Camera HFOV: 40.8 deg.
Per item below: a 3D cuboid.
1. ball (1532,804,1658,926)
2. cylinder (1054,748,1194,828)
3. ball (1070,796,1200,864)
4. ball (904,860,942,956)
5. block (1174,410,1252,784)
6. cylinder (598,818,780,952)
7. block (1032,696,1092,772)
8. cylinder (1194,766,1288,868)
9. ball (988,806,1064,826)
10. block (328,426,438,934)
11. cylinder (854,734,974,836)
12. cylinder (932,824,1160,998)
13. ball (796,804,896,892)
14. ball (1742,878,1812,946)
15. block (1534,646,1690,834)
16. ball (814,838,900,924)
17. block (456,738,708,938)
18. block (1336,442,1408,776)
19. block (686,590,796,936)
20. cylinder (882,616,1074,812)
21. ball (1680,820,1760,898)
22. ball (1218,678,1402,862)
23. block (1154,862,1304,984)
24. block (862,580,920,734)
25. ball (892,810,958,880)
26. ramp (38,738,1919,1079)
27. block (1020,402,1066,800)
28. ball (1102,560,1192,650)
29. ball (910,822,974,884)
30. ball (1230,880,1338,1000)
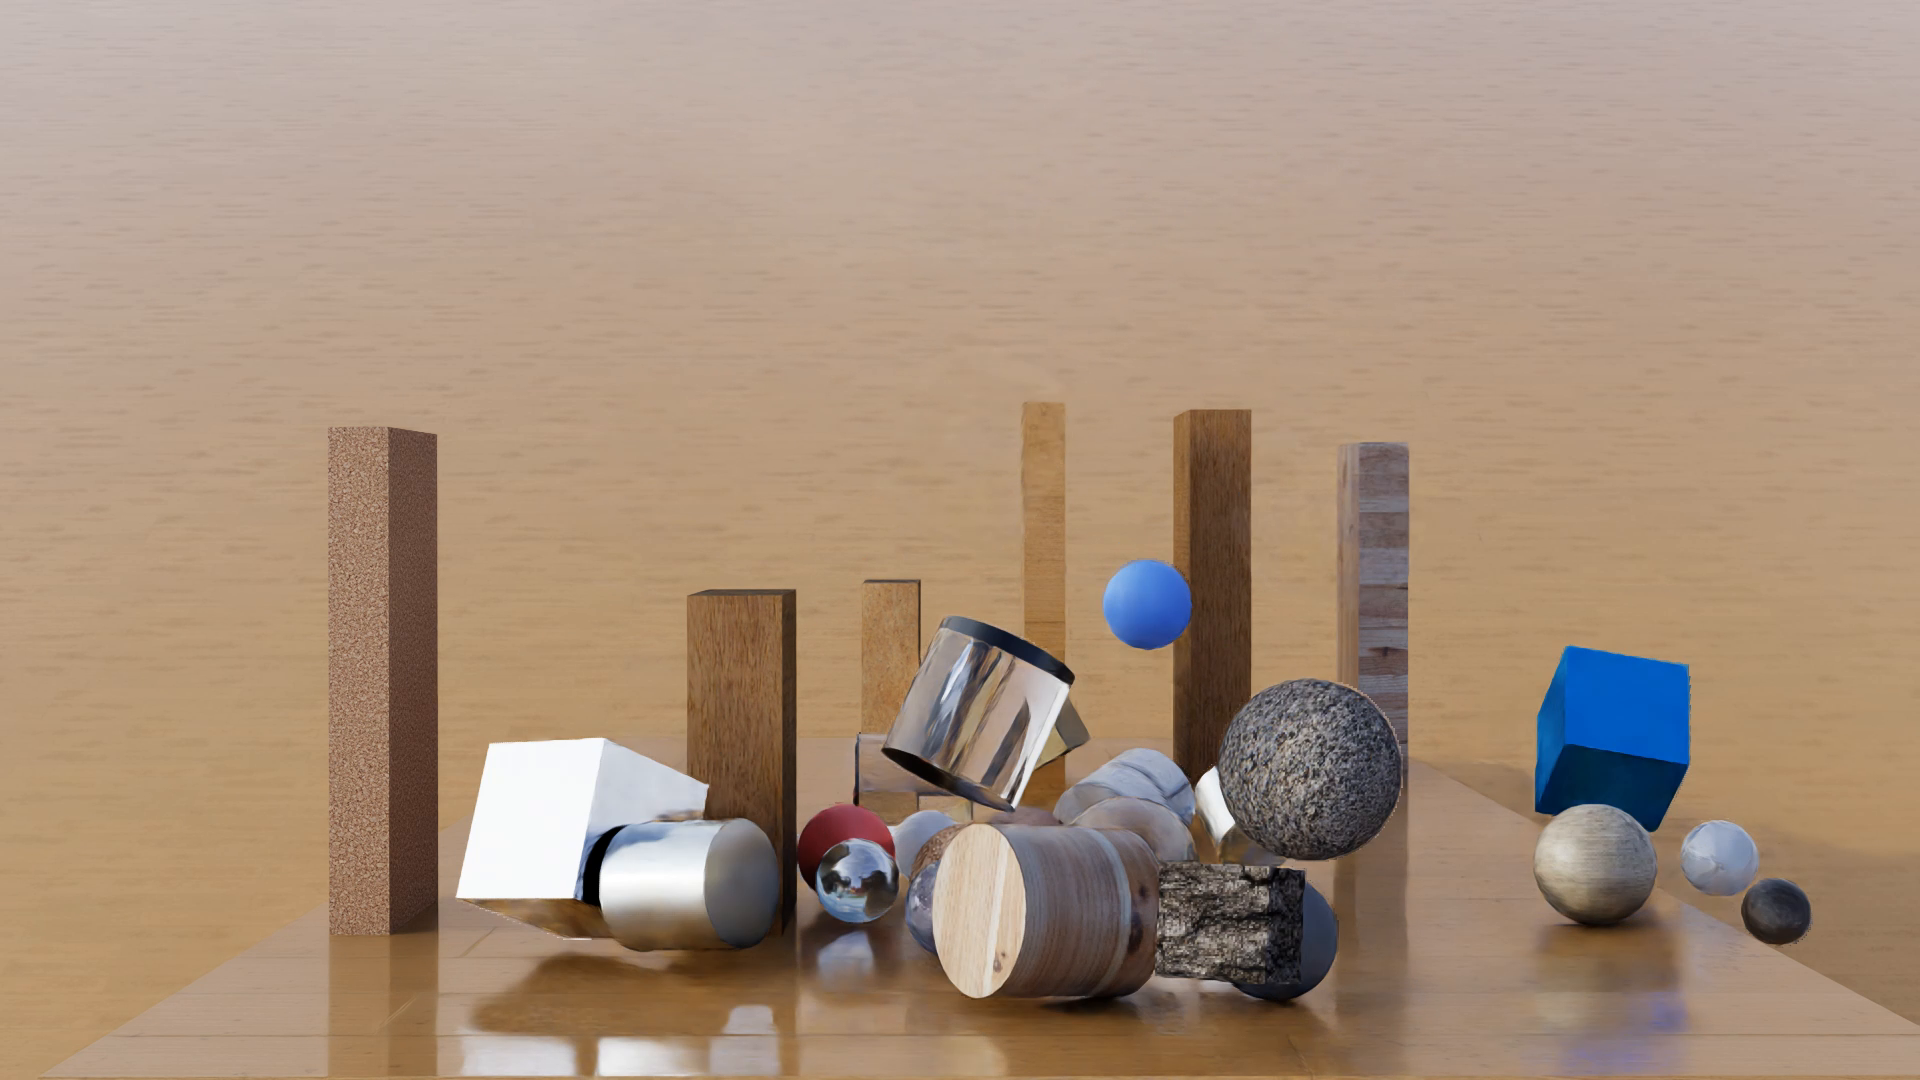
[{"bbox_3d":[0.882,0.450,3.589,0.168,0.168,0.168,0,28,0],"label":"ball"},{"bbox_3d":[0.246,0.411,3.872,0.156,0.156,0.156,18,25,29],"label":"cylinder"},{"bbox_3d":[0.226,0.440,3.469,0.191,0.191,0.191,0,28,0],"label":"ball"},{"bbox_3d":[-0.008,0.469,3.295,0.126,0.126,0.126,0,28,0],"label":"ball"},{"bbox_3d":[0.553,0.118,5.693,0.130,0.794,0.429,0,1,0],"label":"block"},{"bbox_3d":[-0.336,0.430,3.220,0.160,0.160,0.160,-6,22,31],"label":"cylinder"},{"bbox_3d":[0.107,0.358,5.002,0.189,0.189,0.189,-32,-7,15],"label":"block"},{"bbox_3d":[0.444,0.431,4.020,0.129,0.129,0.129,-6,34,-12],"label":"cylinder"},{"bbox_3d":[0.092,0.449,3.670,0.142,0.142,0.142,0,28,0],"label":"ball"},{"bbox_3d":[-0.815,0.190,3.667,0.082,0.689,0.330,0,1,0],"label":"block"},{"bbox_3d":[-0.076,0.428,4.403,0.196,0.196,0.196,0,28,1],"label":"cylinder"},{"bbox_3d":[0.104,0.432,3.009,0.197,0.197,0.197,6,22,-32],"label":"cylinder"},{"bbox_3d":[-0.167,0.461,3.795,0.144,0.144,0.144,0,28,0],"label":"ball"},{"bbox_3d":[1.500,0.683,4.751,0.123,0.123,0.123,0,28,0],"label":"ball"},{"bbox_3d":[1.050,0.322,4.170,0.195,0.195,0.195,10,51,3],"label":"block"},{"bbox_3d":[-0.141,0.469,3.555,0.117,0.117,0.117,0,28,0],"label":"ball"},{"bbox_3d":[-0.486,0.389,3.344,0.205,0.205,0.205,-6,65,35],"label":"block"},{"bbox_3d":[0.923,0.150,5.801,0.109,0.729,0.323,0,1,0],"label":"block"},{"bbox_3d":[-0.305,0.304,3.649,0.129,0.460,0.310,0,1,0],"label":"block"},{"bbox_3d":[0.020,0.194,2.888,0.164,0.164,0.164,18,75,29],"label":"cylinder"},{"bbox_3d":[1.144,0.480,3.893,0.115,0.115,0.115,0,28,0],"label":"ball"},{"bbox_3d":[0.401,0.264,2.971,0.209,0.209,0.209,0,28,0],"label":"ball"},{"bbox_3d":[0.290,0.410,2.763,0.121,0.121,0.121,0,-9,25],"label":"block"},{"bbox_3d":[-0.145,0.303,5.516,0.117,0.429,0.340,0,1,0],"label":"block"},{"bbox_3d":[-0.047,0.473,3.962,0.117,0.117,0.117,0,28,0],"label":"ball"},{"bbox_3d":[0.064,0.575,4.619,2.000,0.100,4.000,0,1,0],"label":"ramp"},{"bbox_3d":[0.169,0.121,5.291,0.082,0.796,0.276,0,1,0],"label":"block"},{"bbox_3d":[0.298,0.103,4.098,0.141,0.141,0.141,0,28,0],"label":"ball"},{"bbox_3d":[0.013,0.456,3.435,0.159,0.159,0.159,0,28,0],"label":"ball"},{"bbox_3d":[0.368,0.465,3.030,0.149,0.149,0.149,0,28,0],"label":"ball"}]
